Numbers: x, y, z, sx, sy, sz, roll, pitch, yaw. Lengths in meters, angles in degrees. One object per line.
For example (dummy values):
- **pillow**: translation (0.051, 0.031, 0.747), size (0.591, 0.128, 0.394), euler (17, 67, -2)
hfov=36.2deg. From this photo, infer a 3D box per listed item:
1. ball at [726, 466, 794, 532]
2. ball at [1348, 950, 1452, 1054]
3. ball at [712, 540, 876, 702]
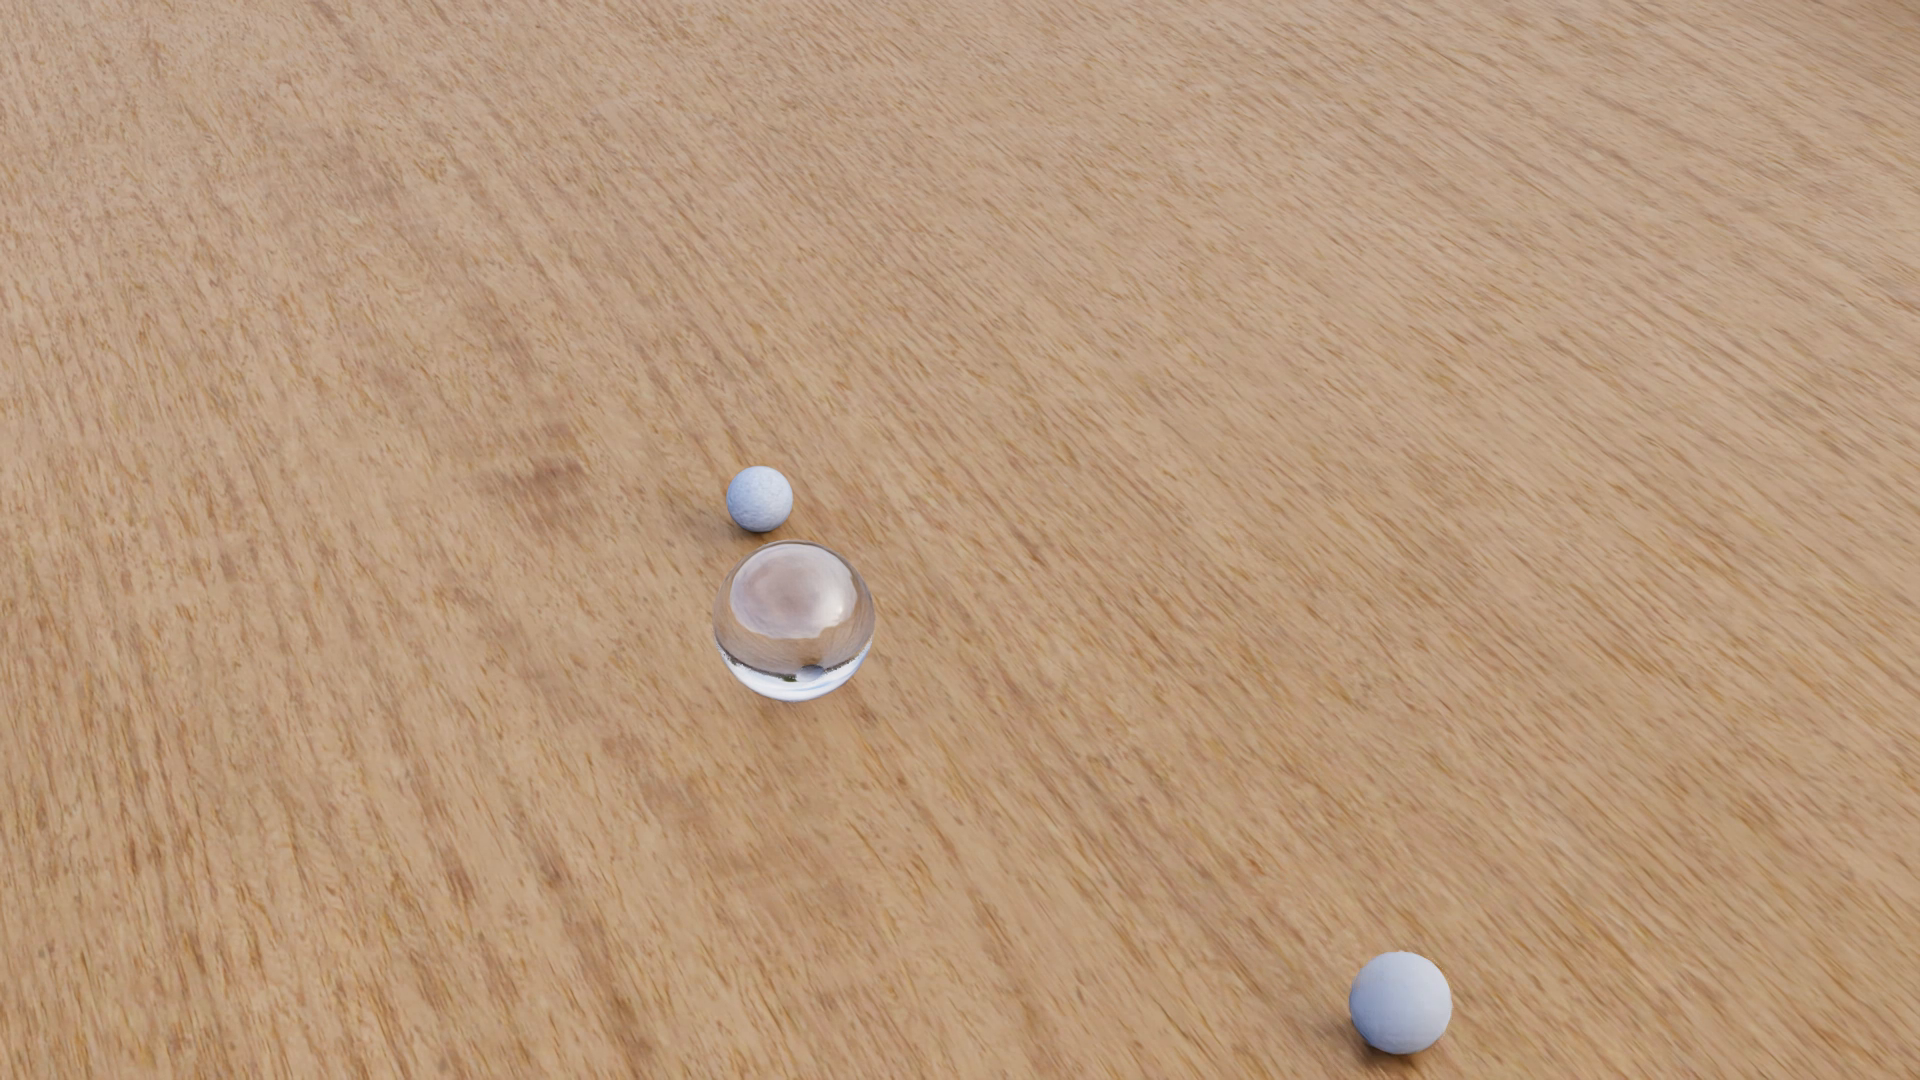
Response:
- **ball**: translation (-0.121, -0.025, 1.772), size (0.040, 0.040, 0.040), euler (0, 31, 0)
- **ball**: translation (0.204, 0.214, 1.363), size (0.048, 0.048, 0.048), euler (0, 31, 0)
- **ball**: translation (-0.091, 0.044, 1.609), size (0.089, 0.089, 0.089), euler (0, 31, 0)
